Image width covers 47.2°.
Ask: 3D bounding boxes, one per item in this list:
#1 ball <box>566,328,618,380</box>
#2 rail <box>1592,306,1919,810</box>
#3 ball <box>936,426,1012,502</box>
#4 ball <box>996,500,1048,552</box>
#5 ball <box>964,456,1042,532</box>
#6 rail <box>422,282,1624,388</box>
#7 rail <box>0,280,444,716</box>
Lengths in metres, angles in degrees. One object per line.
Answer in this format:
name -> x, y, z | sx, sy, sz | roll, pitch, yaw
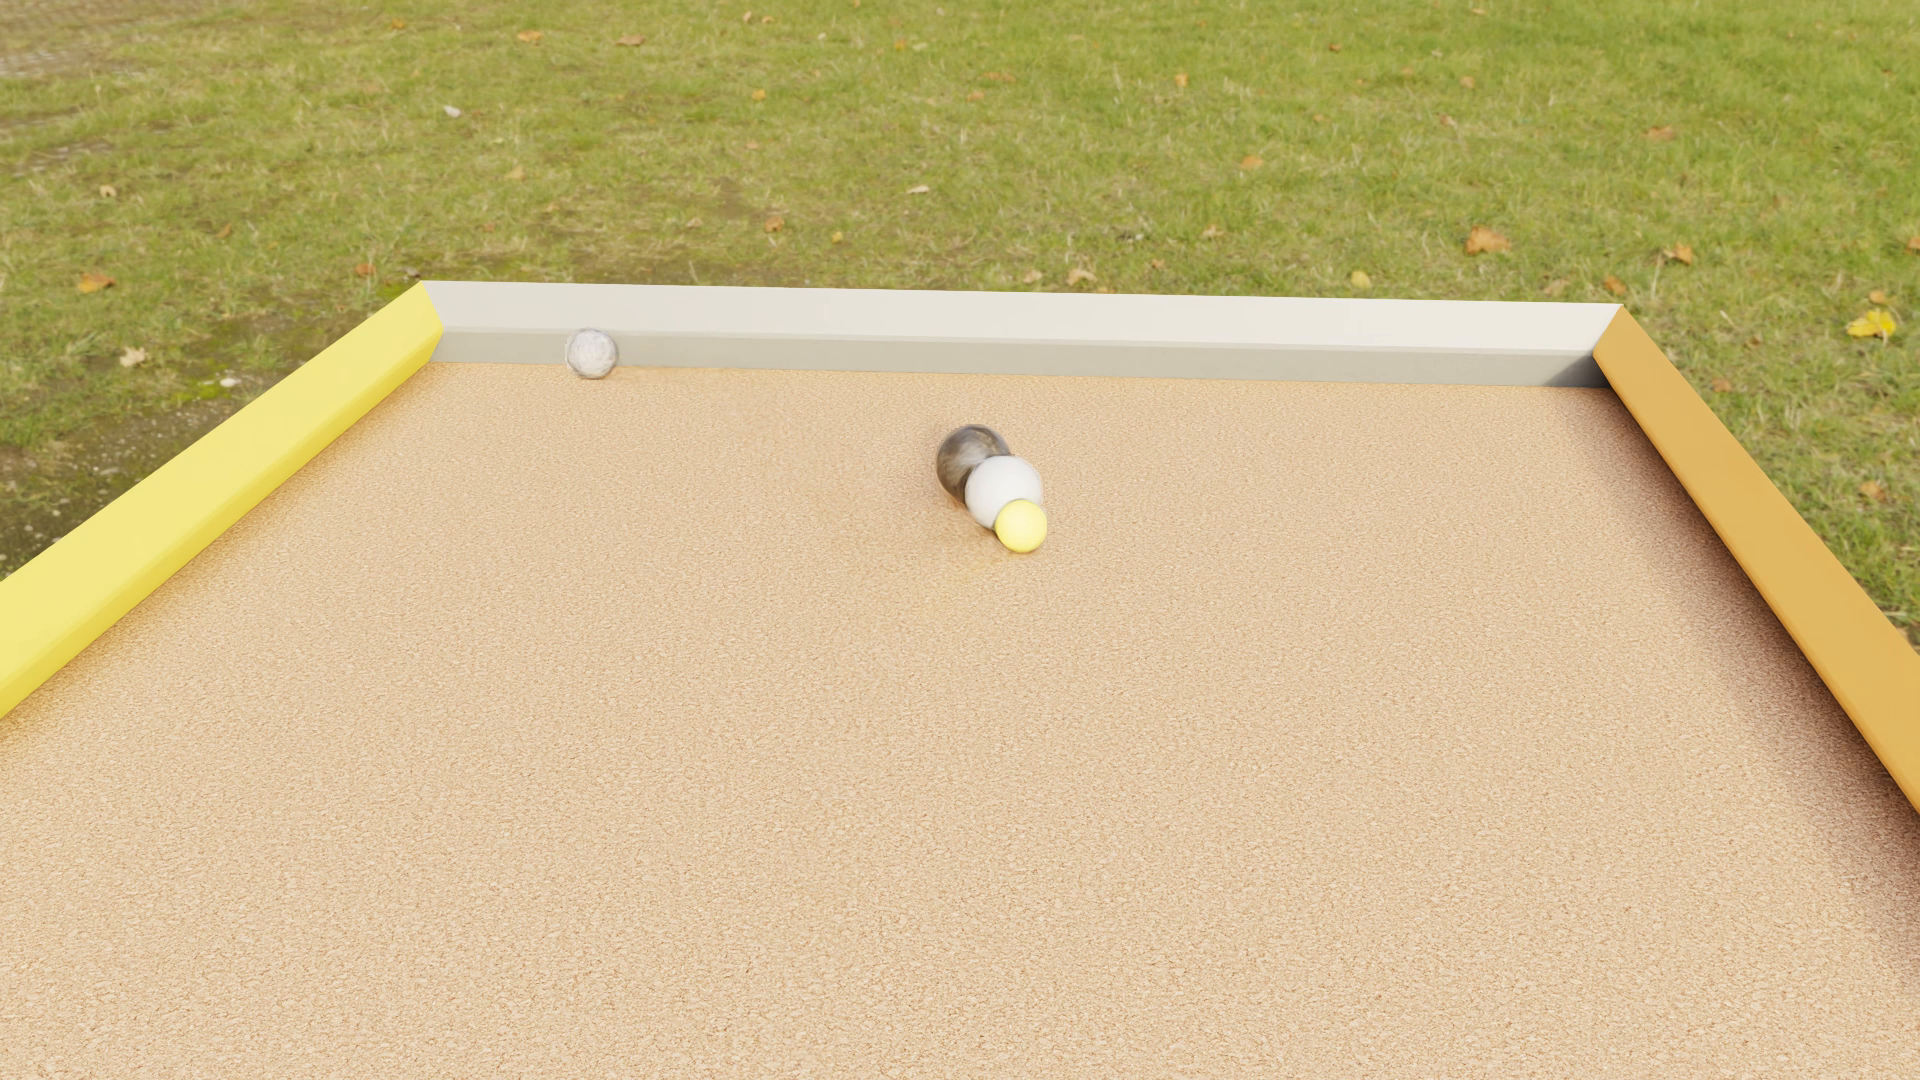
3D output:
ball -> -0.560, -0.283, 3.351 | 0.078, 0.078, 0.078 | 0, 20, 0
rail -> 0.815, 0.299, 1.644 | 0.045, 0.128, 3.520 | 2, 20, 5
ball -> 0.019, -0.095, 2.794 | 0.098, 0.098, 0.098 | 0, 20, 0
ball -> 0.074, -0.017, 2.627 | 0.062, 0.062, 0.062 | 0, 20, 0
ball -> 0.053, -0.057, 2.693 | 0.094, 0.094, 0.094 | 0, 20, 0
rail -> 0.072, -0.309, 3.343 | 1.831, 0.128, 0.045 | 2, 20, 5
rail -> -0.963, 0.249, 1.785 | 0.045, 0.128, 3.520 | 2, 20, 5
